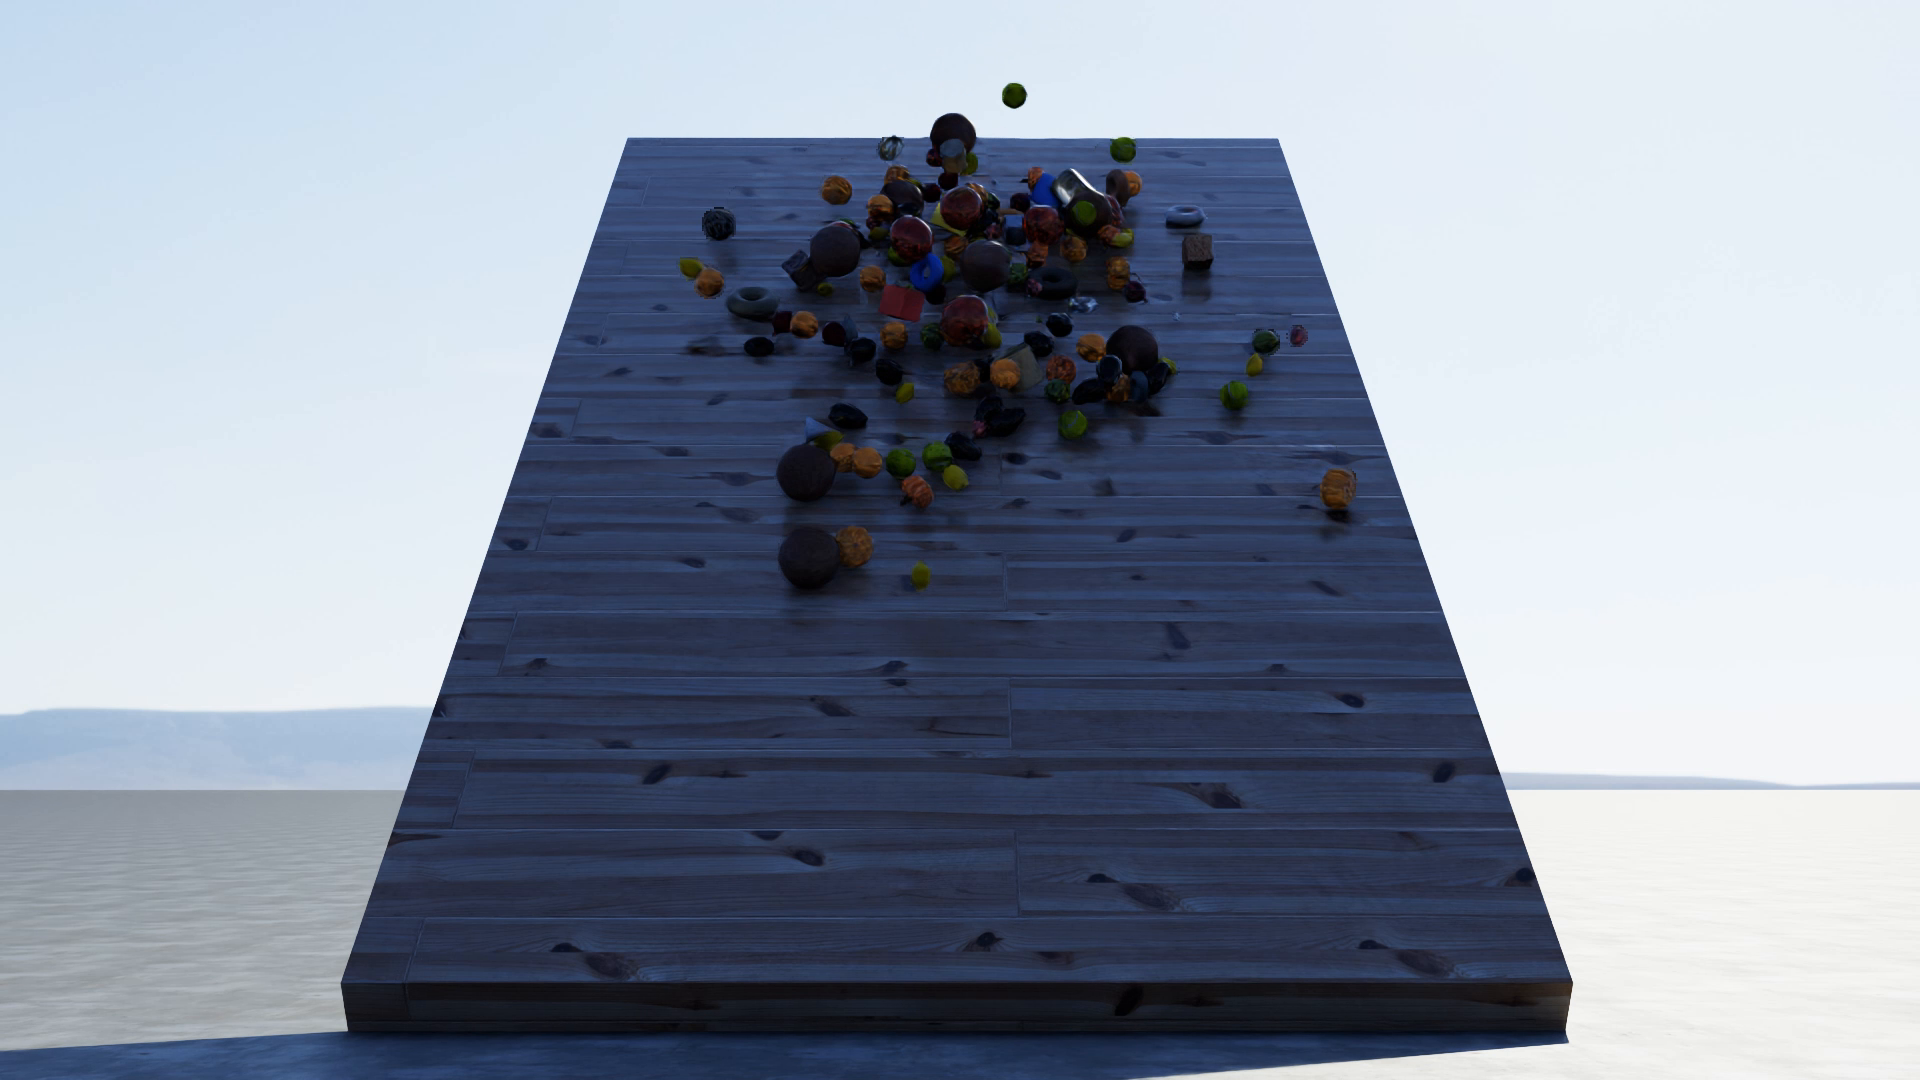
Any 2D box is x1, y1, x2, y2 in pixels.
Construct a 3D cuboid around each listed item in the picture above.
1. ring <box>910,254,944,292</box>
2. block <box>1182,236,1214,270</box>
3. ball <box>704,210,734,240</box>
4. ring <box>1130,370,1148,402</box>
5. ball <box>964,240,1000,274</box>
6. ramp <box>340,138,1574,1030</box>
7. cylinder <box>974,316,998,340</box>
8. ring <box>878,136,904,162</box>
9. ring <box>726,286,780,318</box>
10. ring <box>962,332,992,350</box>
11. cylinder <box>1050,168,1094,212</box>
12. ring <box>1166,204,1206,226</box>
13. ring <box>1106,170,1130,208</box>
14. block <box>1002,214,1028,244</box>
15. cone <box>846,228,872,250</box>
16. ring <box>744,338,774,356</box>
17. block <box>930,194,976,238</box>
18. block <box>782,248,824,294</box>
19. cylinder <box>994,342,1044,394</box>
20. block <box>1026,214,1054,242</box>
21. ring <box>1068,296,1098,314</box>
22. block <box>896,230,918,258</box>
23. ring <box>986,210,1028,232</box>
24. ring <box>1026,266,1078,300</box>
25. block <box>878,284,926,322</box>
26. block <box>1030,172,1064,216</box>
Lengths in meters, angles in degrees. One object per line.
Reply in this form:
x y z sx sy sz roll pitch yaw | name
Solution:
-0.086 -0.688 6.198 0.102 0.102 0.034 -4 -10 38 | ring
0.638 -0.773 6.468 0.069 0.069 0.069 -3 -14 -6 | block
-0.661 -0.865 6.604 0.084 0.084 0.084 0 -6 0 | ball
0.427 -0.365 5.718 0.027 0.080 0.080 -11 -3 -13 | ring
0.058 -0.728 6.188 0.090 0.090 0.090 0 -6 0 | ball
-0.012 -0.215 5.670 2.000 0.100 4.000 0 29 0 | ramp
0.064 -0.530 6.008 0.052 0.052 0.052 9 -4 1 | cylinder
-0.189 -1.075 6.604 0.026 0.079 0.079 43 18 29 | ring
-0.537 -0.617 6.235 0.140 0.047 0.140 1 30 -1 | ring
0.044 -0.500 6.052 0.075 0.025 0.075 1 29 -1 | ring
0.308 -0.965 6.628 0.083 0.083 0.083 -35 -22 -17 | cylinder
0.636 -0.915 6.784 0.111 0.037 0.111 -1 29 1 | ring
0.446 -0.992 6.789 0.037 0.111 0.111 -11 -2 -18 | ring
0.149 -0.847 6.553 0.058 0.058 0.058 0 -43 -10 | block
-0.268 -0.816 6.608 0.065 0.065 0.065 19 -13 -23 | cone
-0.502 -0.483 6.017 0.076 0.025 0.076 1 33 -1 | ring
-0.019 -0.878 6.525 0.083 0.083 0.083 26 3 11 | block
-0.415 -0.711 6.348 0.071 0.071 0.071 49 -1 -38 | block
0.141 -0.412 5.777 0.093 0.093 0.093 -23 15 7 | cylinder
0.218 -0.865 6.646 0.052 0.052 0.052 -10 -32 -33 | block
0.320 -0.611 6.251 0.076 0.025 0.076 -1 30 0 | ring
-0.146 -0.810 6.569 0.054 0.054 0.054 -2 34 -5 | block
0.133 -0.896 6.741 0.117 0.039 0.117 1 28 0 | ring
0.242 -0.678 6.348 0.139 0.046 0.139 2 33 -1 | ring
-0.147 -0.599 6.095 0.075 0.075 0.075 15 1 40 | block
0.256 -0.977 6.785 0.084 0.084 0.084 31 5 6 | block
